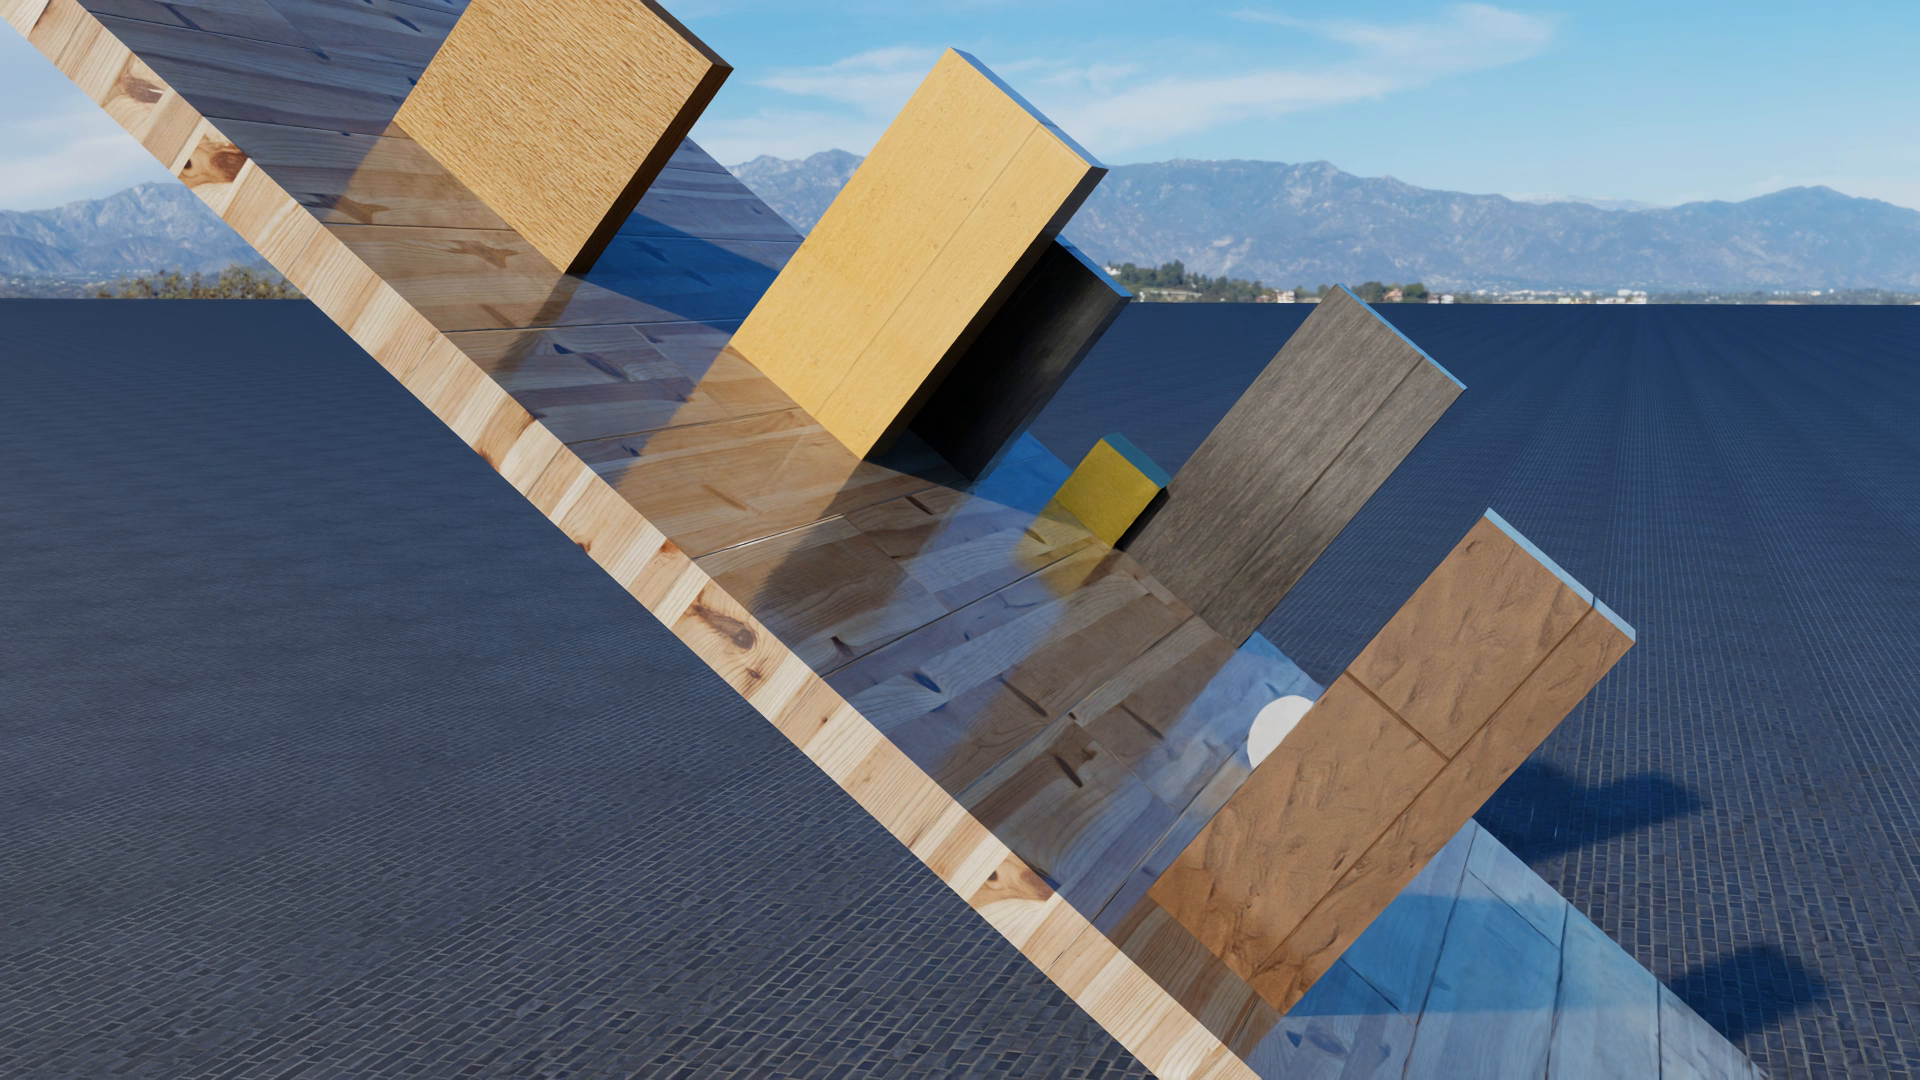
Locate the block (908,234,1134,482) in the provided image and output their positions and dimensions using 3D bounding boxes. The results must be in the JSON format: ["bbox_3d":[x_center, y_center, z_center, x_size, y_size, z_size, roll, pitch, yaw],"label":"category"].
[{"bbox_3d":[0.029,-0.433,4.381,0.417,0.475,0.108,42,16,9],"label":"block"}]

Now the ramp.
[{"bbox_3d":[-0.003,0.052,4.042,4.000,0.100,2.000,42,16,9],"label":"ramp"}]

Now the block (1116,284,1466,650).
[{"bbox_3d":[0.693,-0.152,4.631,0.339,0.720,0.096,42,16,9],"label":"block"}]

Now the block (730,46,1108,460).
[{"bbox_3d":[-0.080,-0.515,4.003,0.334,0.675,0.135,42,16,9],"label":"block"}]

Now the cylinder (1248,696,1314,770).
[{"bbox_3d":[0.653,0.388,4.065,0.175,0.175,0.175,6,-9,40],"label":"cylinder"}]

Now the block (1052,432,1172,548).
[{"bbox_3d":[0.333,-0.110,4.729,0.167,0.167,0.167,41,16,8],"label":"block"}]

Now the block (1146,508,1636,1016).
[{"bbox_3d":[0.608,0.320,3.142,0.263,0.735,0.109,42,16,9],"label":"block"}]

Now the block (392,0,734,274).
[{"bbox_3d":[-0.684,-0.764,3.770,0.418,0.444,0.091,42,16,9],"label":"block"}]
